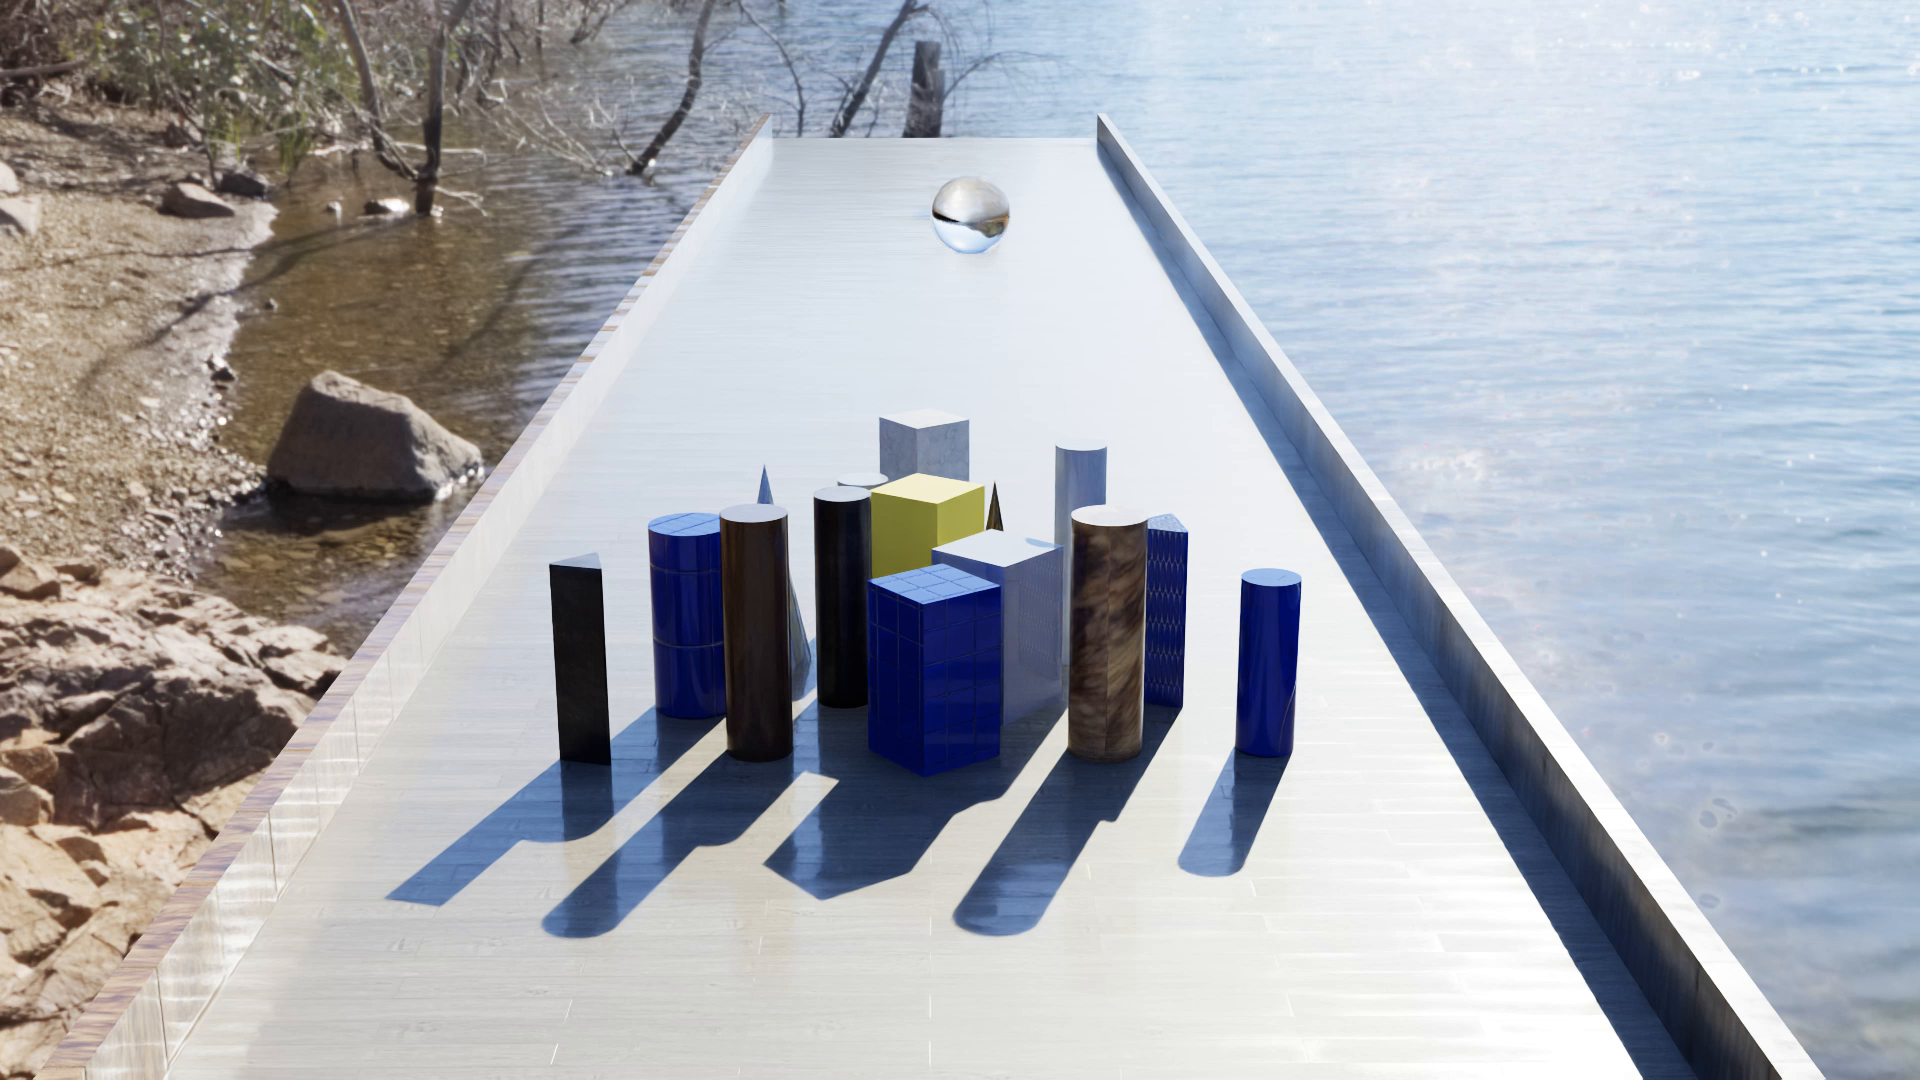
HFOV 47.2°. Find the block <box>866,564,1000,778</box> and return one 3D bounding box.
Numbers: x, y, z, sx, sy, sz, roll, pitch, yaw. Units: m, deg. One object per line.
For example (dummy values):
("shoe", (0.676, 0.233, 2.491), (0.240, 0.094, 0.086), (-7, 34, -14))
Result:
("block", (-0.047, 0.228, 3.902), (0.168, 0.318, 0.168), (-12, 21, -36))

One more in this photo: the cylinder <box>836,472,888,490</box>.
("cylinder", (-0.204, 0.017, 4.636), (0.107, 0.303, 0.107), (0, 17, 0))

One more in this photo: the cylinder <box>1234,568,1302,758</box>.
("cylinder", (0.550, 0.219, 3.926), (0.107, 0.321, 0.107), (0, 17, 0))

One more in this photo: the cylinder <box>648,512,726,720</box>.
("cylinder", (-0.500, 0.142, 4.122), (0.156, 0.358, 0.156), (0, 17, 0))

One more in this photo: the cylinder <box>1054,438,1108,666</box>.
("cylinder", (0.238, 0.024, 4.368), (0.103, 0.443, 0.103), (0, 17, 0))

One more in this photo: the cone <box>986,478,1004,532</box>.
("cone", (0.073, 0.016, 4.641), (0.103, 0.303, 0.103), (0, 17, 0))

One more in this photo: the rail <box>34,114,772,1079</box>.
("rail", (-1.118, -0.838, 7.780), (0.050, 0.150, 12.000), (0, 17, -1))

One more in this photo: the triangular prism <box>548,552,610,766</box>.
("triangular prism", (-0.653, 0.208, 3.888), (0.099, 0.364, 0.086), (5, 17, 16))

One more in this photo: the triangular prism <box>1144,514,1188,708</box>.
("triangular prism", (0.381, 0.130, 4.184), (0.130, 0.346, 0.113), (7, 18, 21))

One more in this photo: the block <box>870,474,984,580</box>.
("block", (-0.066, 0.065, 4.395), (0.165, 0.350, 0.165), (11, 20, 33))

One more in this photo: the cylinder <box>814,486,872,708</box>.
("cylinder", (-0.219, 0.108, 4.150), (0.108, 0.406, 0.108), (0, 17, 0))

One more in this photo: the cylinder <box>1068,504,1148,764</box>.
("cylinder", (0.261, 0.167, 3.899), (0.134, 0.437, 0.134), (0, 17, 0))

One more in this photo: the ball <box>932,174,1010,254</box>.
("ball", (0.046, -1.367, 9.238), (0.334, 0.334, 0.334), (0, 17, 0))

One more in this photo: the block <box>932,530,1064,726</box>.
("block", (0.070, 0.161, 4.144), (0.175, 0.308, 0.175), (14, 21, 38))

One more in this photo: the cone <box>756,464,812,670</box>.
("cone", (-0.383, 0.043, 4.368), (0.169, 0.407, 0.169), (0, 17, 0))

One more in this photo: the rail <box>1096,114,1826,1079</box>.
("rail", (0.932, -0.844, 7.801), (0.050, 0.150, 12.000), (0, 17, -1))

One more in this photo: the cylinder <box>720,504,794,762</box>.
("cylinder", (-0.360, 0.165, 3.893), (0.119, 0.443, 0.119), (0, 17, 0))

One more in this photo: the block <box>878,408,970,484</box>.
("block", (-0.078, -0.086, 4.856), (0.141, 0.376, 0.141), (-12, 21, -36))
